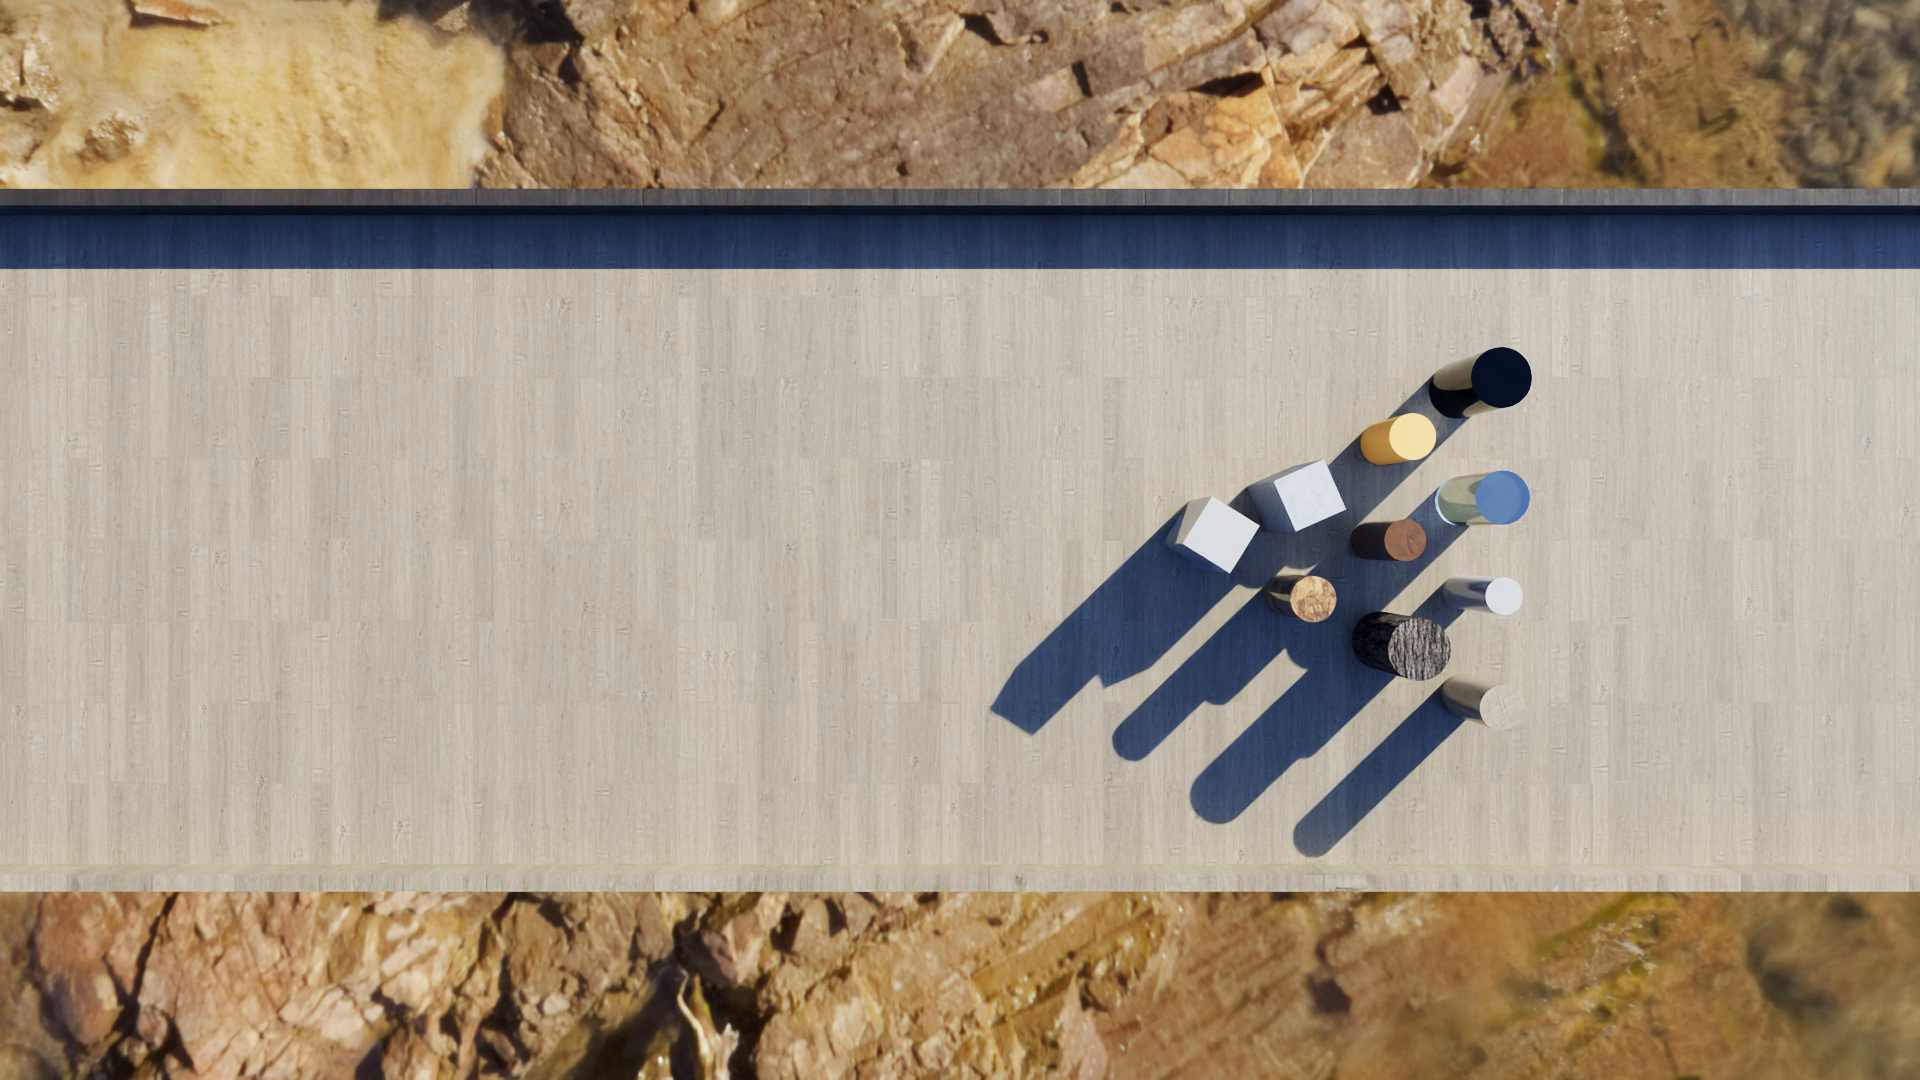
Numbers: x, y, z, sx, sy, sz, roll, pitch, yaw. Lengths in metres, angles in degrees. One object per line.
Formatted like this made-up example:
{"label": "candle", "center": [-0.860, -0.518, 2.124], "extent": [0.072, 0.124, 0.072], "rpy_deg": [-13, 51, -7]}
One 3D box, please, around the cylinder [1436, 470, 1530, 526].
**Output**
{"label": "cylinder", "center": [1.540, -0.120, 4.878], "extent": [0.154, 0.398, 0.154], "rpy_deg": [0, 90, 0]}

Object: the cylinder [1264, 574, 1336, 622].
{"label": "cylinder", "center": [1.001, 0.168, 4.875], "extent": [0.130, 0.404, 0.130], "rpy_deg": [0, 90, 0]}

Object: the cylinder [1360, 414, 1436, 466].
{"label": "cylinder", "center": [1.299, -0.297, 4.905], "extent": [0.134, 0.343, 0.134], "rpy_deg": [0, 90, 0]}

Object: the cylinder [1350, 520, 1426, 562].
{"label": "cylinder", "center": [1.262, 0.001, 4.874], "extent": [0.119, 0.404, 0.119], "rpy_deg": [0, 90, 0]}

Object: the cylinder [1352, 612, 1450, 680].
{"label": "cylinder", "center": [1.294, 0.309, 4.862], "extent": [0.177, 0.430, 0.177], "rpy_deg": [0, 90, 0]}

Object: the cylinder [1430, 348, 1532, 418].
{"label": "cylinder", "center": [1.530, -0.459, 4.868], "extent": [0.173, 0.417, 0.173], "rpy_deg": [0, 90, 0]}

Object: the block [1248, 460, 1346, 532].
{"label": "block", "center": [0.985, -0.126, 4.860], "extent": [0.155, 0.434, 0.155], "rpy_deg": [-24, 90, 0]}

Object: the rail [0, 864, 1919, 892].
{"label": "rail", "center": [-2.247, 1.025, 5.001], "extent": [12.000, 0.150, 0.050], "rpy_deg": [0, 90, 0]}

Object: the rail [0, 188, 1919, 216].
{"label": "rail", "center": [-2.247, -1.025, 5.002], "extent": [12.000, 0.150, 0.050], "rpy_deg": [0, 90, 0]}

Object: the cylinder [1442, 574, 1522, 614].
{"label": "cylinder", "center": [1.538, 0.159, 4.869], "extent": [0.107, 0.415, 0.107], "rpy_deg": [0, 90, 0]}

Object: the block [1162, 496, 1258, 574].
{"label": "block", "center": [0.731, -0.015, 4.847], "extent": [0.157, 0.459, 0.157], "rpy_deg": [32, 90, 0]}

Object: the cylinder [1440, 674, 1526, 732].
{"label": "cylinder", "center": [1.542, 0.478, 4.881], "extent": [0.131, 0.391, 0.131], "rpy_deg": [0, 90, 0]}
